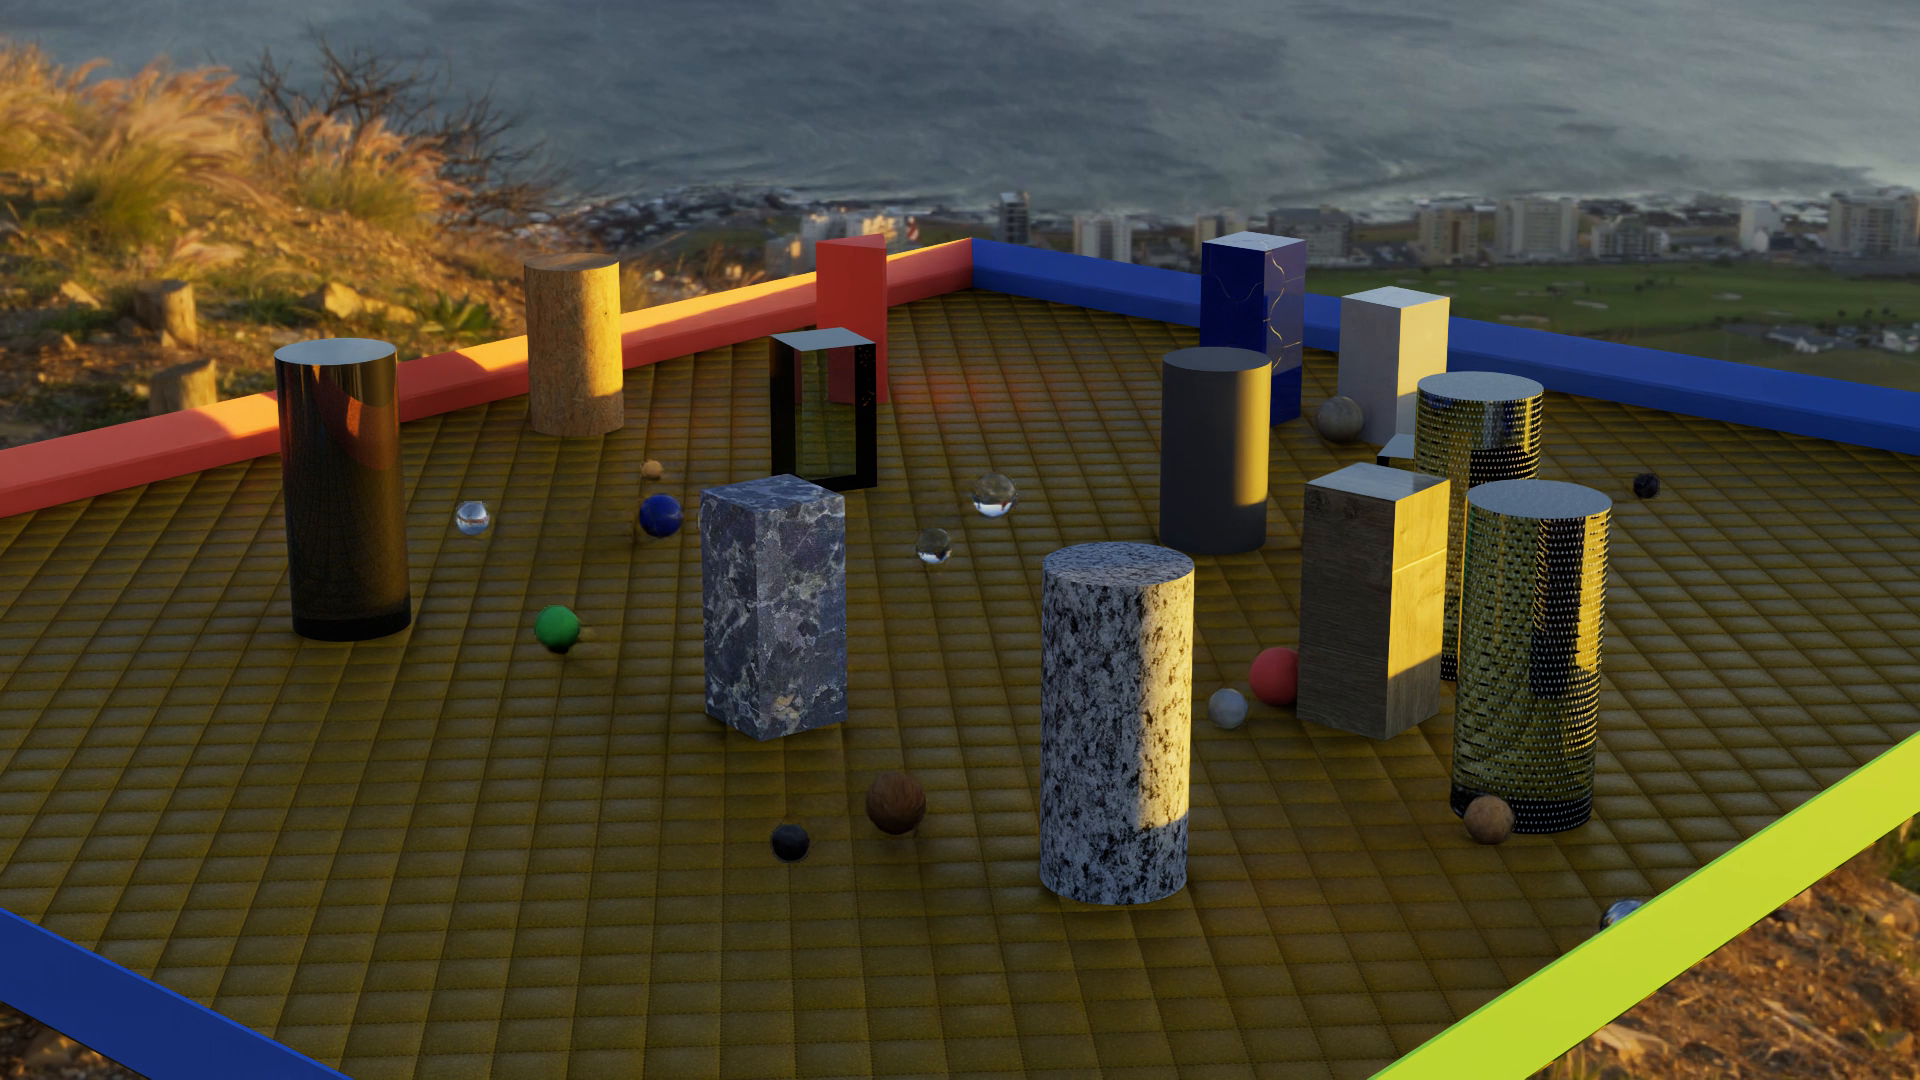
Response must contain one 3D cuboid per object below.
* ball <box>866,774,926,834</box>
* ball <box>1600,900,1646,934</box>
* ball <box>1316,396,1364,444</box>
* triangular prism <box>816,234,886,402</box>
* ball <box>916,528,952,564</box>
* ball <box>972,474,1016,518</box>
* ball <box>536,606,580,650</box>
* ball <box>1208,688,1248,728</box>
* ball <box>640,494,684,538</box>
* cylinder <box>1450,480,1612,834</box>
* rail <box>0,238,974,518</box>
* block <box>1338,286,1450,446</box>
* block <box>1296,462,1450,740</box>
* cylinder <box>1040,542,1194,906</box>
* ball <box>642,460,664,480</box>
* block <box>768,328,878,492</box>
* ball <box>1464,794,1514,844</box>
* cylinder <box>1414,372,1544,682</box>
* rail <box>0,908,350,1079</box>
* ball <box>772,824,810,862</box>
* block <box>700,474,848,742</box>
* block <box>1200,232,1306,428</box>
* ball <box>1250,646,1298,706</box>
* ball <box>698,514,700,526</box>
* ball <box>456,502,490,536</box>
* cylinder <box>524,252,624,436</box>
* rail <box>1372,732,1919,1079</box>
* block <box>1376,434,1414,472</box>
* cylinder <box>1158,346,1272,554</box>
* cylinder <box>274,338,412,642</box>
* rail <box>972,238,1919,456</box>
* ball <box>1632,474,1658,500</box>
[{"bbox_3d":[-0.089,0.368,4.087,0.085,0.085,0.085,0,17,0],"label":"ball"},{"bbox_3d":[0.845,0.491,3.694,0.076,0.076,0.076,0,17,0],"label":"ball"},{"bbox_3d":[0.792,-0.249,6.110,0.099,0.099,0.099,0,17,0],"label":"ball"},{"bbox_3d":[-0.208,-0.497,6.507,0.172,0.345,0.149,8,19,25],"label":"triangular prism"},{"bbox_3d":[-0.047,0.010,5.306,0.066,0.066,0.066,0,17,0],"label":"ball"},{"bbox_3d":[0.065,-0.085,5.592,0.084,0.084,0.084,0,17,0],"label":"ball"},{"bbox_3d":[-0.664,0.146,4.847,0.072,0.072,0.072,0,17,0],"label":"ball"},{"bbox_3d":[0.410,0.258,4.490,0.062,0.062,0.062,0,17,0],"label":"ball"},{"bbox_3d":[-0.557,-0.045,5.462,0.082,0.082,0.082,0,17,0],"label":"ball"},{"bbox_3d":[0.801,0.162,4.120,0.199,0.459,0.199,0,17,0],"label":"cylinder"},{"bbox_3d":[-1.262,-0.284,6.169,0.045,0.129,3.995,14,22,39],"label":"rail"},{"bbox_3d":[0.906,-0.363,6.145,0.159,0.297,0.159,-15,22,-41],"label":"block"},{"bbox_3d":[0.633,0.092,4.496,0.159,0.377,0.159,13,21,37],"label":"block"},{"bbox_3d":[0.207,0.241,3.891,0.199,0.440,0.199,0,17,0],"label":"cylinder"},{"bbox_3d":[-0.613,-0.139,5.843,0.041,0.041,0.041,0,17,0],"label":"ball"},{"bbox_3d":[-0.271,-0.255,5.797,0.159,0.291,0.159,-8,19,-25],"label":"block"},{"bbox_3d":[0.732,0.386,4.056,0.067,0.067,0.067,0,17,0],"label":"ball"},{"bbox_3d":[0.826,-0.022,4.723,0.199,0.465,0.199,0,17,0],"label":"cylinder"},{"bbox_3d":[-1.294,0.462,3.693,3.391,0.129,0.045,14,22,39],"label":"rail"},{"bbox_3d":[-0.231,0.412,3.998,0.051,0.051,0.051,0,17,0],"label":"ball"},{"bbox_3d":[-0.285,0.101,4.495,0.159,0.360,0.159,-12,20,-34],"label":"block"},{"bbox_3d":[0.624,-0.449,6.272,0.159,0.387,0.159,13,21,37],"label":"block"},{"bbox_3d":[0.499,0.213,4.587,0.092,0.092,0.092,0,17,0],"label":"ball"},{"bbox_3d":[-0.461,-0.036,5.476,0.057,0.057,0.057,0,17,0],"label":"ball"},{"bbox_3d":[-0.911,-0.040,5.481,0.062,0.062,0.062,0,17,0],"label":"ball"},{"bbox_3d":[-0.818,-0.417,6.224,0.199,0.354,0.199,0,17,0],"label":"cylinder"},{"bbox_3d":[1.262,0.348,4.070,0.045,0.129,3.995,14,22,39],"label":"rail"},{"bbox_3d":[0.813,-0.029,5.083,0.159,0.269,0.159,6,18,19],"label":"block"},{"bbox_3d":[0.470,-0.166,5.409,0.199,0.344,0.199,0,17,0],"label":"cylinder"},{"bbox_3d":[-1.033,-0.086,4.918,0.199,0.473,0.199,0,17,0],"label":"cylinder"},{"bbox_3d":[1.294,-0.398,6.547,3.391,0.129,0.045,14,22,39],"label":"rail"},{"bbox_3d":[1.337,-0.105,5.716,0.050,0.050,0.050,0,17,0],"label":"ball"}]
